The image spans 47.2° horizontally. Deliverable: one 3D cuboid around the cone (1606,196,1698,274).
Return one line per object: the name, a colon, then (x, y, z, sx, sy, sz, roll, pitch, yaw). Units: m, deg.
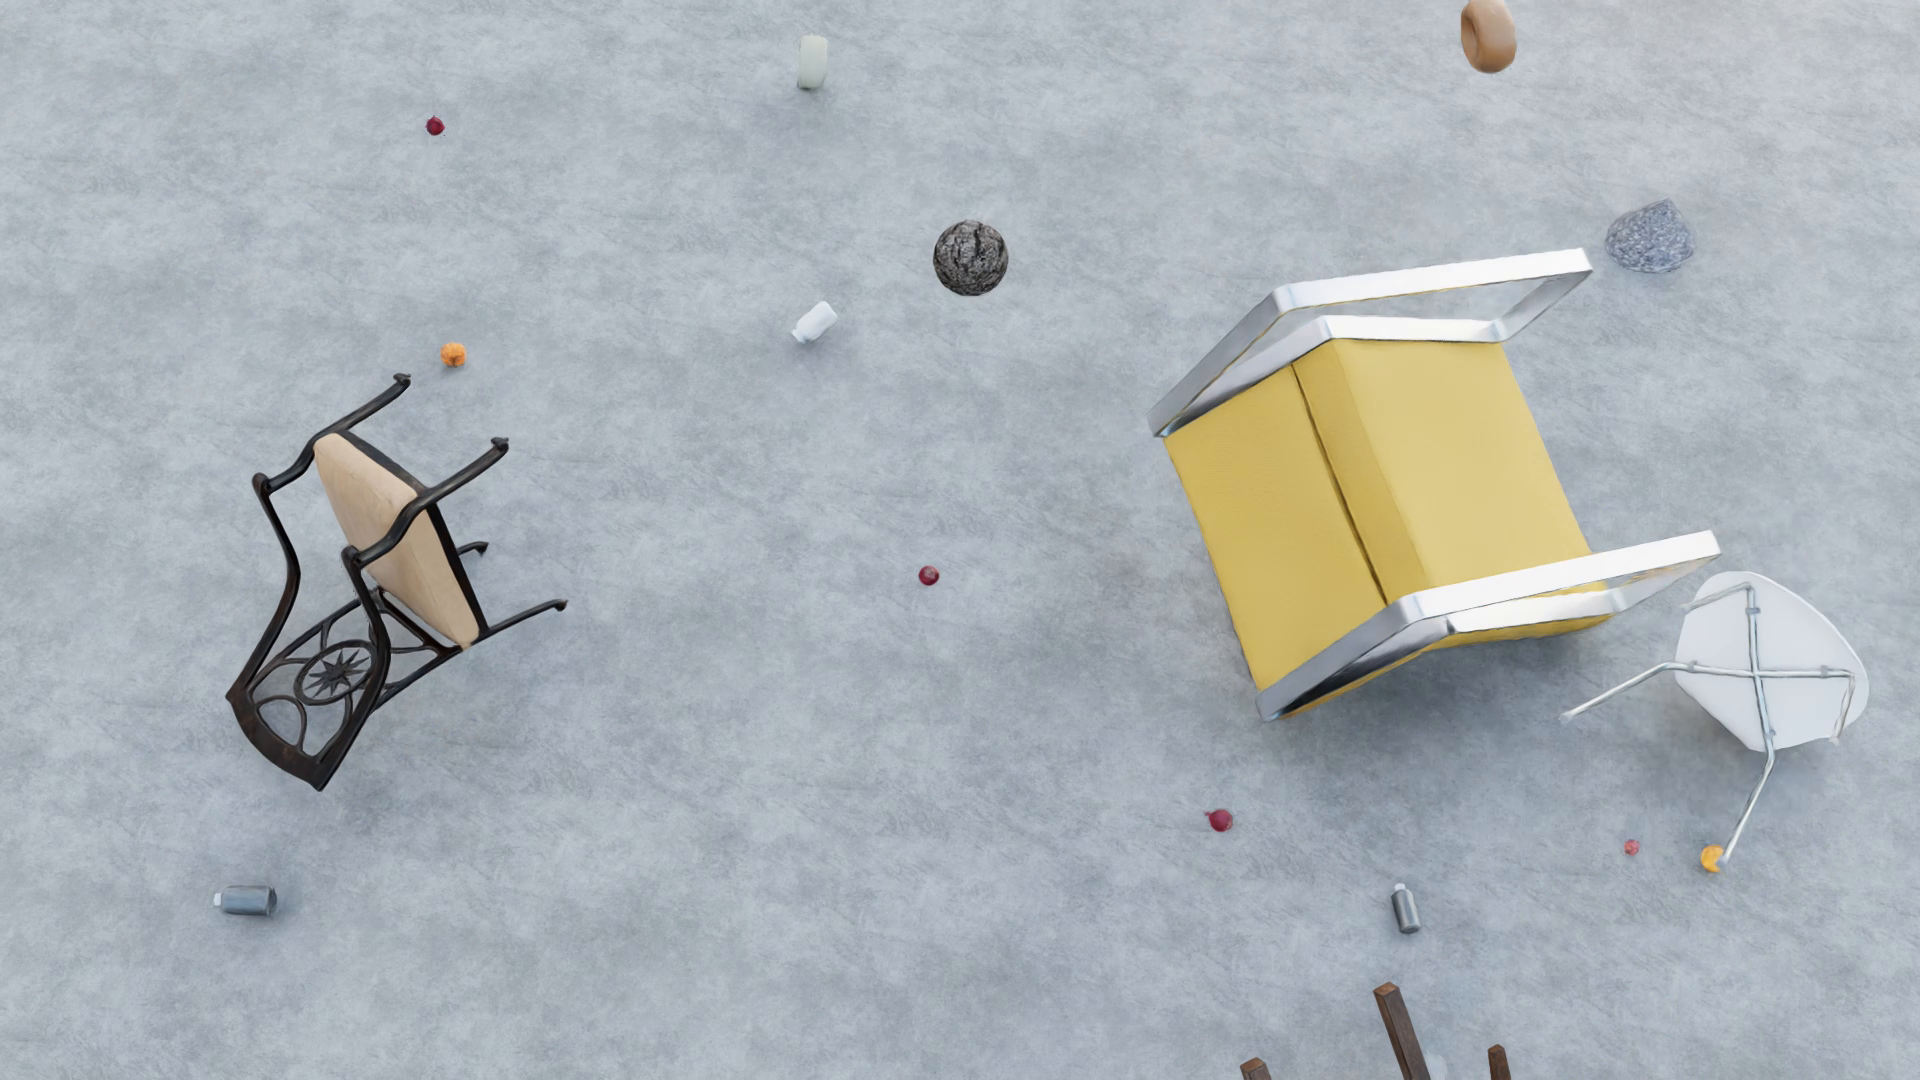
cone: (2.273, -1.044, 7.144, 0.319, 0.213, 0.268, -27, 61, -16)

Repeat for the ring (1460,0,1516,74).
ring: (1.629, -1.559, 6.787, 0.118, 0.231, 0.242, -13, 59, -2)

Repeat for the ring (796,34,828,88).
ring: (-0.510, -1.647, 7.571, 0.096, 0.180, 0.191, 4, 40, -9)

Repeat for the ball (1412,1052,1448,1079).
ball: (1.199, 1.353, 5.612, 0.089, 0.089, 0.089, 0, 56, 0)

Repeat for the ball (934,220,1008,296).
ball: (0.033, -0.855, 6.677, 0.230, 0.230, 0.230, 0, 56, 0)
